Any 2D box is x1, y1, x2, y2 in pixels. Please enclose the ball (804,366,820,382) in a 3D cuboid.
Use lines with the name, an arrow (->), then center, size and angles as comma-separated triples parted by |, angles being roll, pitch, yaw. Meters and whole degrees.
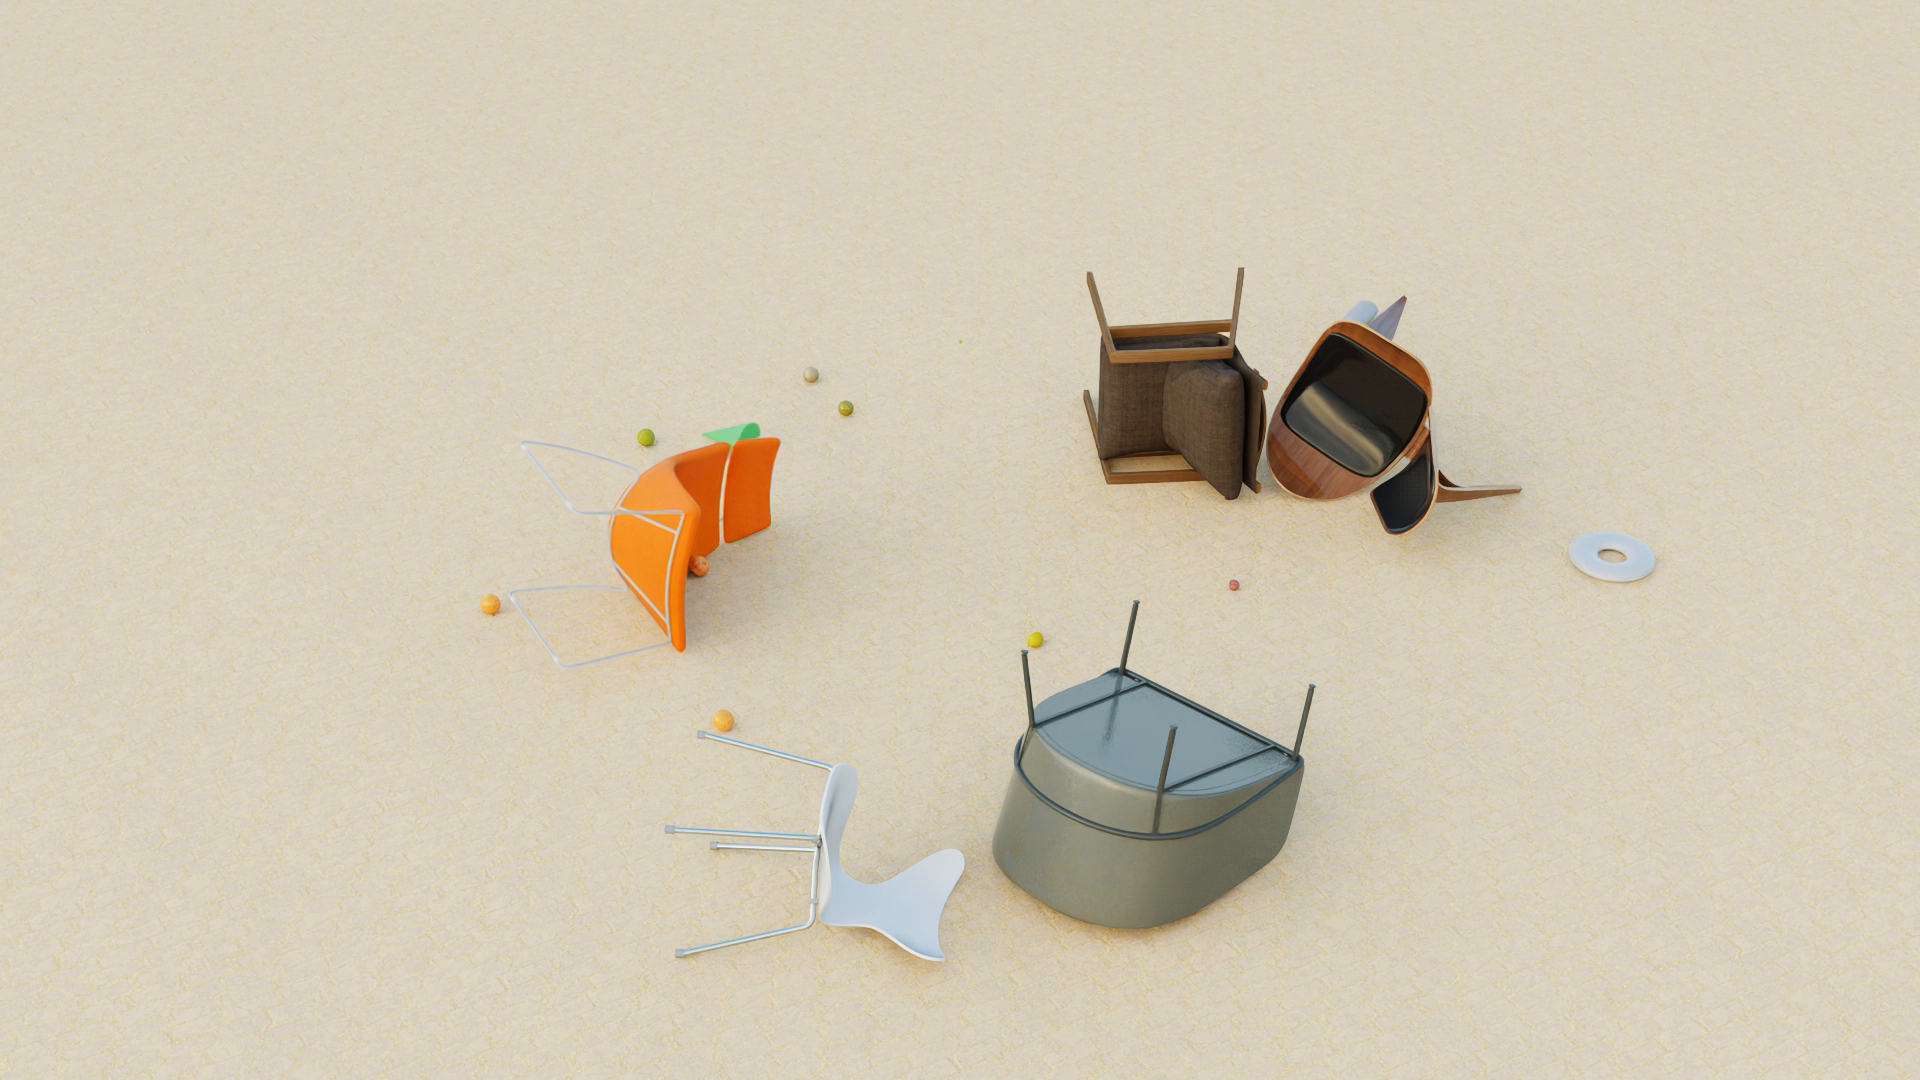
ball -> -0.605, -0.672, 11.907 | 0.064, 0.064, 0.064 | 0, 33, 0

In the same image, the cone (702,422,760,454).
cone -> -0.924, -0.407, 11.515 | 0.241, 0.106, 0.151 | 6, 40, 32

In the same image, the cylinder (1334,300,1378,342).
cylinder -> 1.656, -0.917, 12.255 | 0.109, 0.085, 0.219 | -5, 26, 35

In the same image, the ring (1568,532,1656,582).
ring -> 2.405, 0.060, 10.813 | 0.315, 0.045, 0.322 | -6, 34, -10

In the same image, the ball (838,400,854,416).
ball -> -0.455, -0.526, 11.684 | 0.064, 0.064, 0.064 | 0, 33, 0
